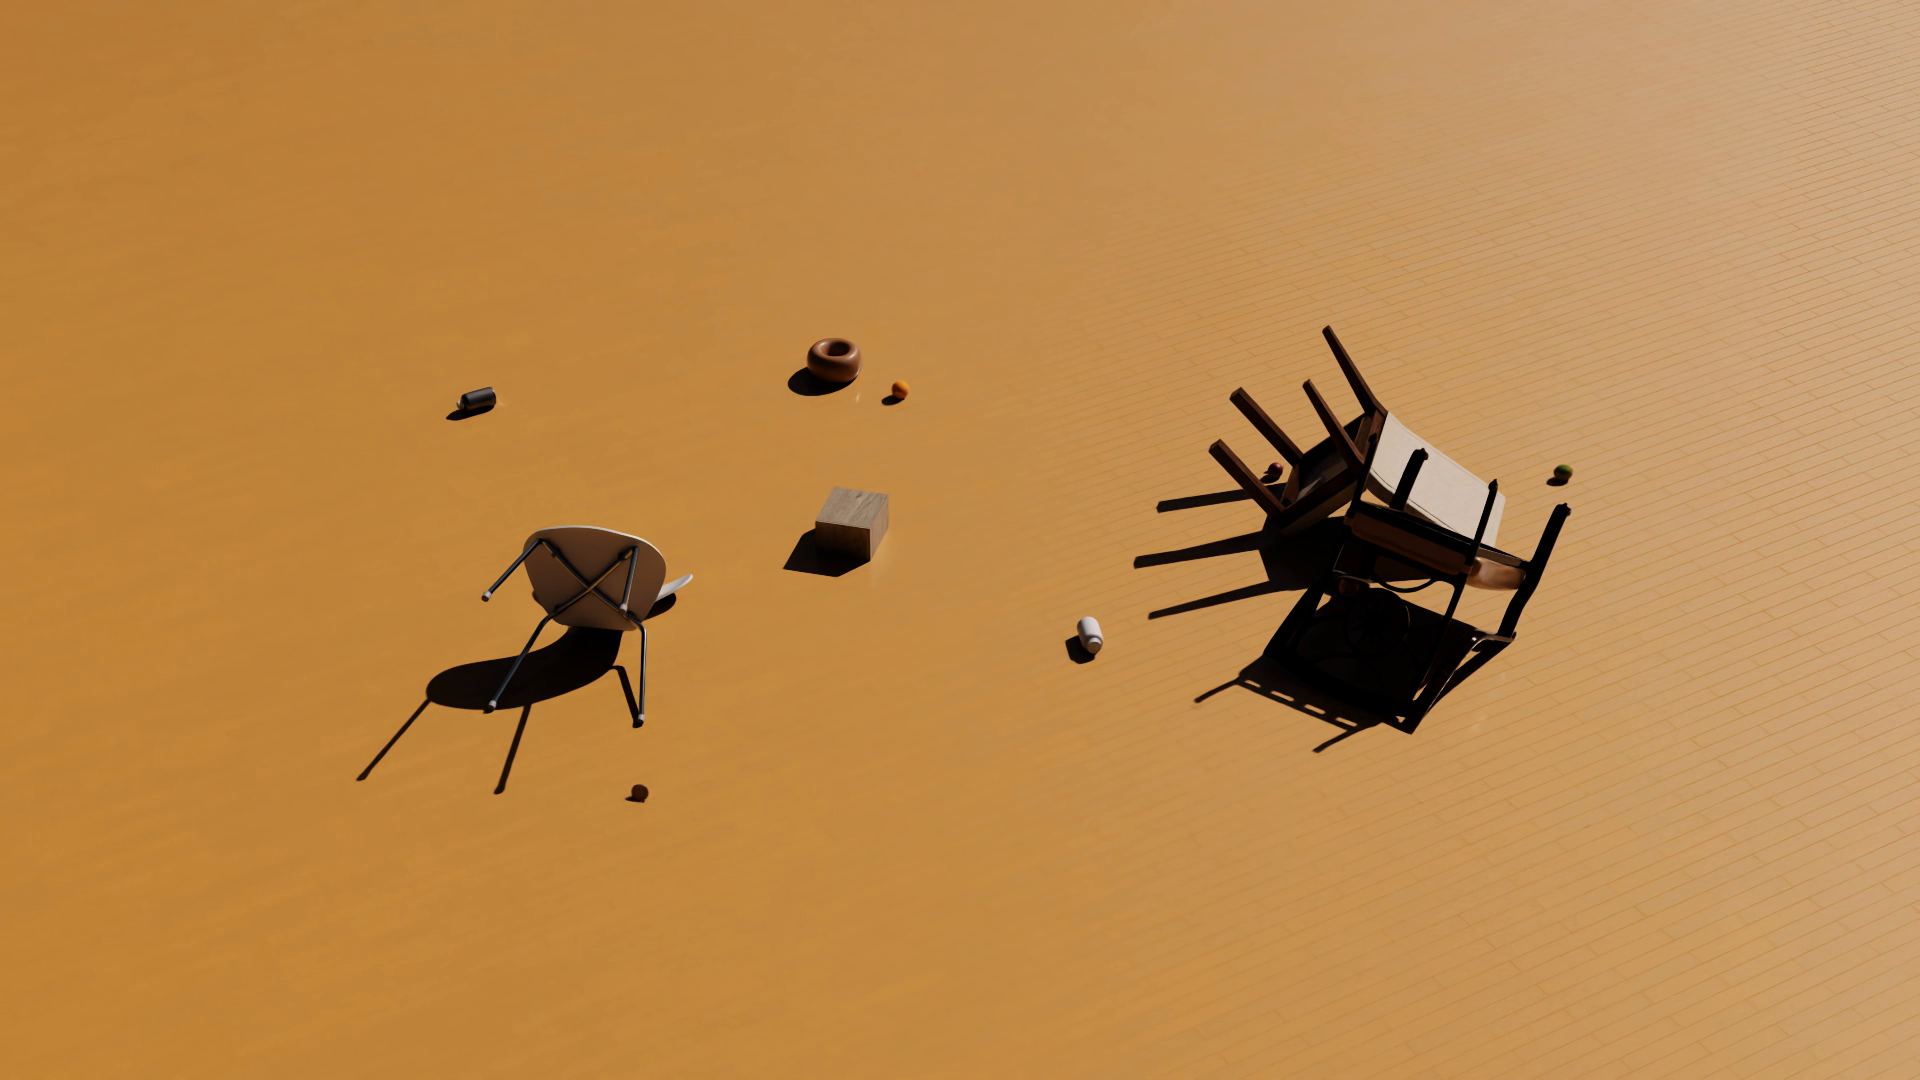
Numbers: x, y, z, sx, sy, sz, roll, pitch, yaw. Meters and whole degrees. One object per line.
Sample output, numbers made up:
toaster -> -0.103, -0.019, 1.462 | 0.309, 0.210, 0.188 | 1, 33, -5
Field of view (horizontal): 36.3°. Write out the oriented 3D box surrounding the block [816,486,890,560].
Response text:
block -> -0.400, -0.061, 10.908 | 0.210, 0.142, 0.244 | 8, 34, 13

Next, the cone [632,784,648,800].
cone -> -1.048, 0.830, 9.665 | 0.062, 0.052, 0.041 | 17, 4, 14

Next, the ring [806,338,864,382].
ring -> -0.510, -0.731, 11.947 | 0.231, 0.118, 0.242 | 0, 32, -3
